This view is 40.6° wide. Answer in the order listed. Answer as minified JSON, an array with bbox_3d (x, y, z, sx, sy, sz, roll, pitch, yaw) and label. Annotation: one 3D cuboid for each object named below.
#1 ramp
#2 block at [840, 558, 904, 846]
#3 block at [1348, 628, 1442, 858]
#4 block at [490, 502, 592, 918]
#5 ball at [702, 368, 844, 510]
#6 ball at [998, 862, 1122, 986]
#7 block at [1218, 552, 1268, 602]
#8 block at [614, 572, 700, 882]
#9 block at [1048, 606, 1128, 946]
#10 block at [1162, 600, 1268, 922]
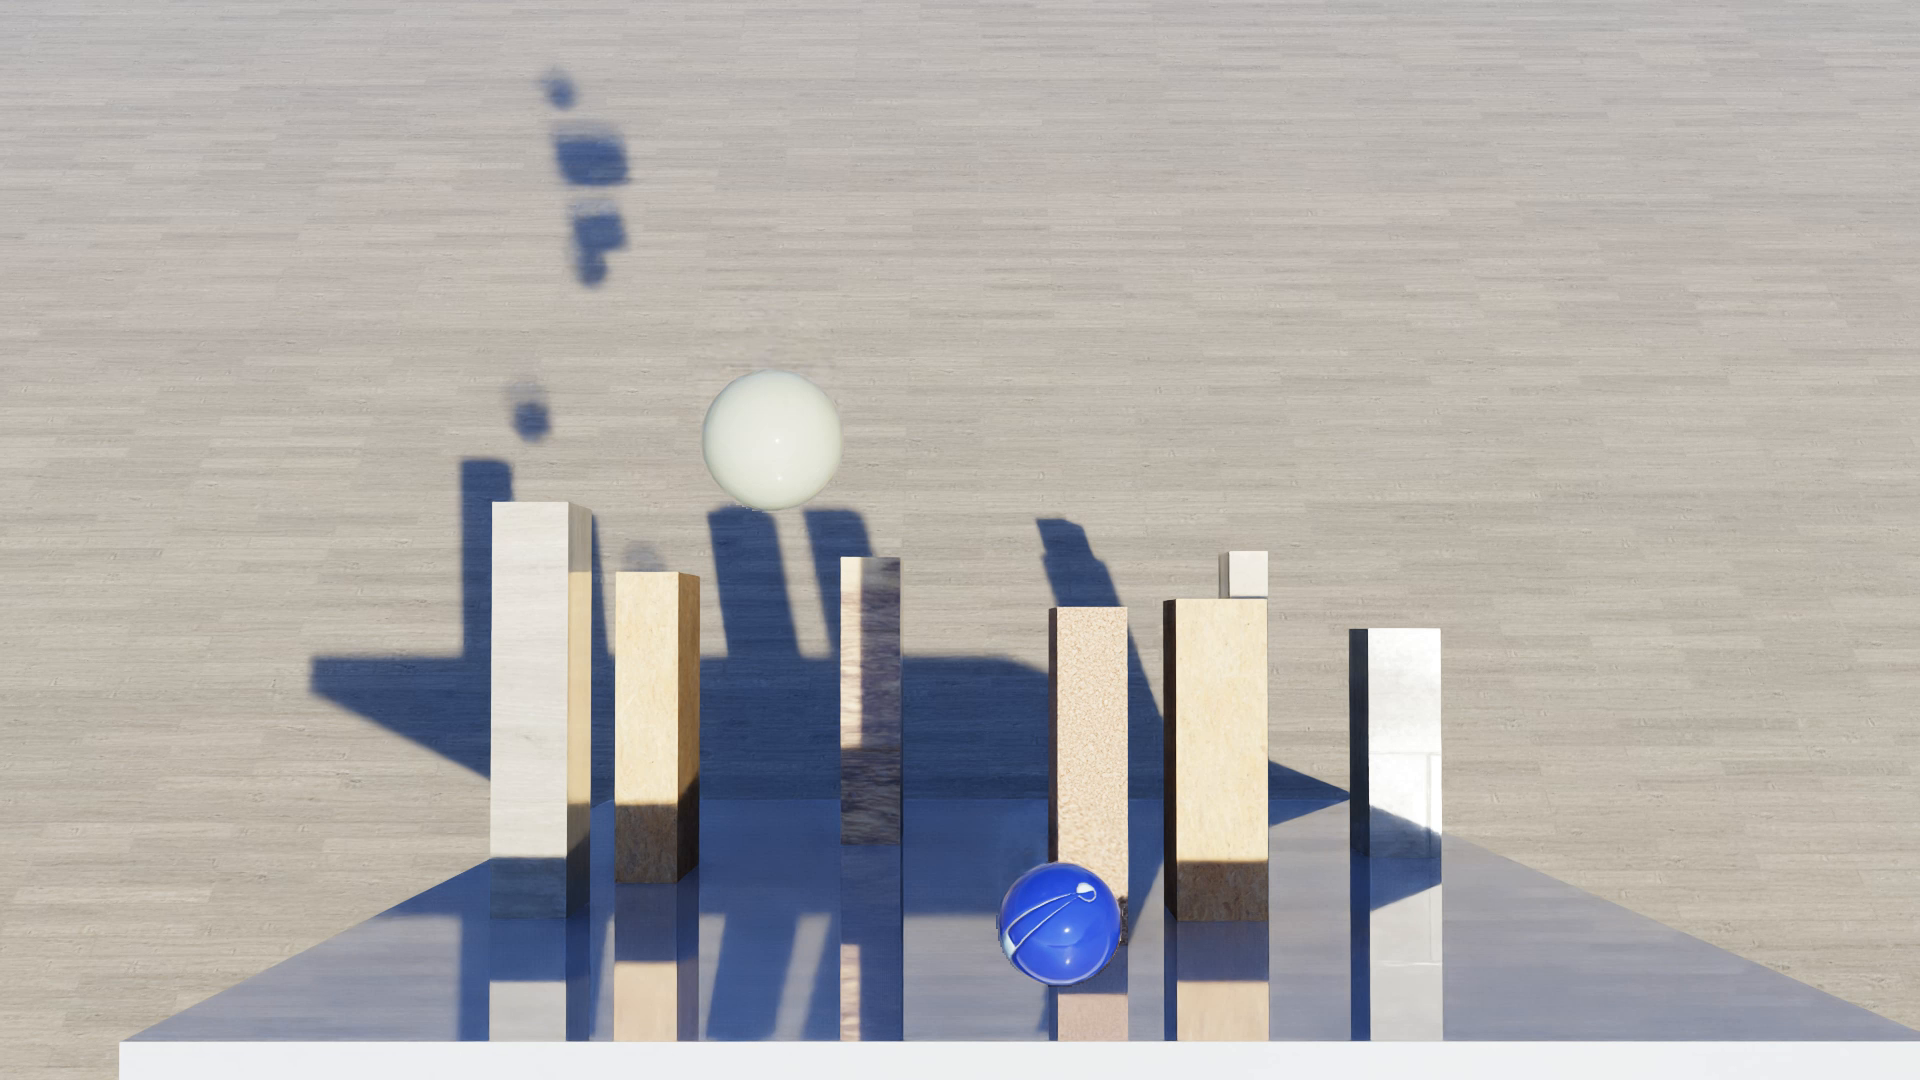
[{"bbox_3d":[0.078,0.667,4.847,2.000,0.100,4.000,0,-2,0],"label":"ramp"},{"bbox_3d":[-0.187,0.341,5.586,0.124,0.601,0.317,0,-2,0],"label":"block"},{"bbox_3d":[0.878,0.405,5.253,0.141,0.451,0.259,0,-2,0],"label":"block"},{"bbox_3d":[-0.673,0.270,4.189,0.119,0.650,0.259,0,-2,0],"label":"block"},{"bbox_3d":[-0.188,-0.100,2.597,0.142,0.142,0.142,0,35,0],"label":"ball"},{"bbox_3d":[0.106,0.406,2.750,0.130,0.130,0.130,0,35,0],"label":"ball"},{"bbox_3d":[0.676,0.347,6.209,0.089,0.631,0.266,0,-2,0],"label":"block"},{"bbox_3d":[-0.558,0.340,4.823,0.111,0.553,0.391,0,-2,0],"label":"block"},{"bbox_3d":[0.190,0.344,3.908,0.100,0.483,0.377,0,-2,0],"label":"block"},{"bbox_3d":[0.406,0.345,4.156,0.141,0.498,0.261,0,-2,0],"label":"block"}]
